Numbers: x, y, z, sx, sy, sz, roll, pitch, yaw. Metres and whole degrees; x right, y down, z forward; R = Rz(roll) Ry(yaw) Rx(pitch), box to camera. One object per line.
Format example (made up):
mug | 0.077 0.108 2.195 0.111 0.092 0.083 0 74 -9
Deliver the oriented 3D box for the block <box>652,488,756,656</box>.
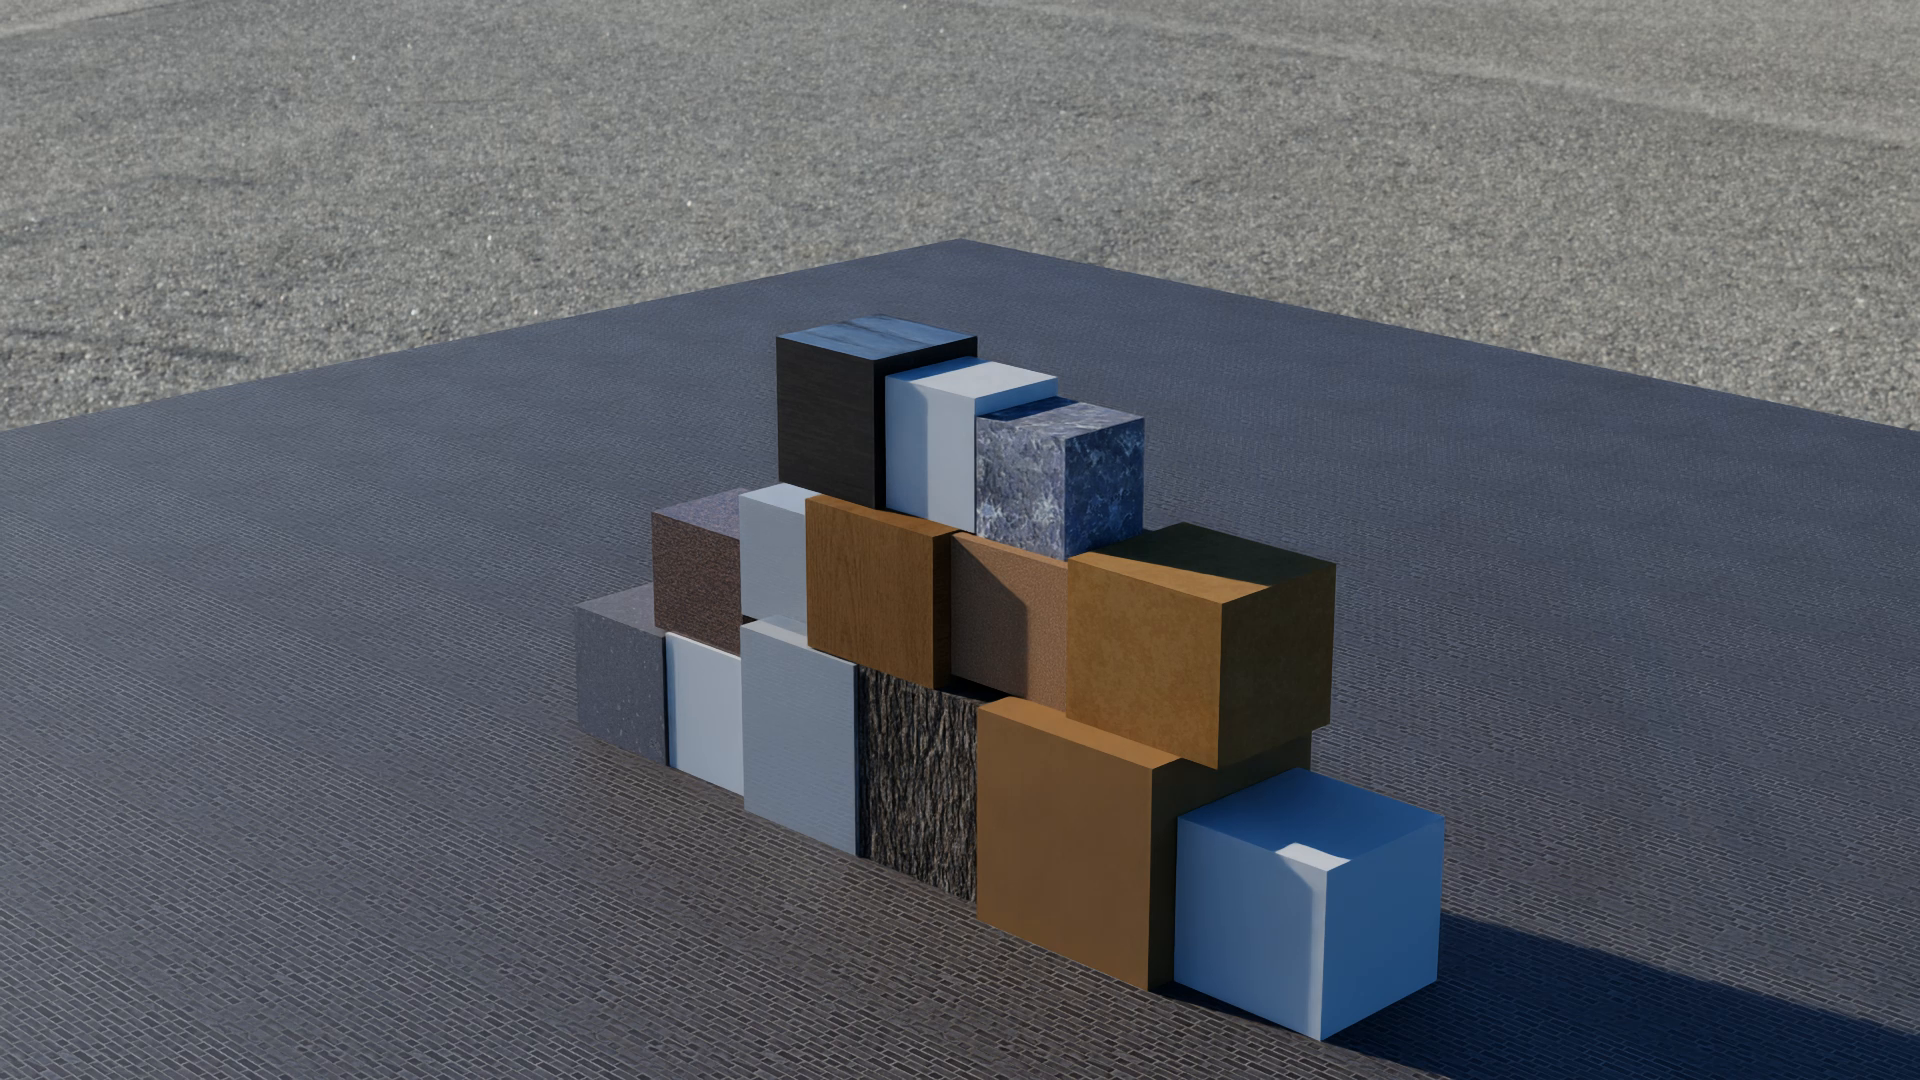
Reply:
block | -1.076 0.153 14.499 0.586 0.600 0.674 -17 24 -42

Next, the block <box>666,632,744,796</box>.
block | -0.981 0.799 14.623 0.667 0.707 0.687 -17 24 -42

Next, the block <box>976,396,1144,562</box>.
block | 0.435 -0.276 12.803 0.504 0.542 0.530 -17 24 -42

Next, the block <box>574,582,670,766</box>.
block | -1.487 0.662 15.097 0.683 0.684 0.707 -17 24 -42

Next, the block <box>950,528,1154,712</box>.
block | 0.453 0.292 12.984 0.670 0.651 0.726 -17 24 -42

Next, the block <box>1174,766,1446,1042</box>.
block | 1.461 1.507 12.299 0.790 0.749 0.785 -17 24 -42

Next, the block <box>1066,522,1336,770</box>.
block | 1.016 0.430 12.433 0.741 0.717 0.847 -17 24 -42

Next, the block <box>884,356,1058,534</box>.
block | 0.051 -0.437 13.168 0.529 0.613 0.563 -17 24 -42

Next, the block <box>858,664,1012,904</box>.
block | 0.142 1.020 13.515 0.849 0.951 0.872 -17 24 -42

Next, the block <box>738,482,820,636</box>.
block | -0.628 0.065 14.003 0.618 0.596 0.572 -17 24 -42

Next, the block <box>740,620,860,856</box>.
block | -0.458 0.848 14.078 0.869 0.941 0.788 -17 24 -42

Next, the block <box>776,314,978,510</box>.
block | -0.383 -0.607 13.576 0.658 0.692 0.652 -17 24 -42

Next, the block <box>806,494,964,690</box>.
block | -0.111 0.148 13.515 0.857 0.712 0.833 -17 24 -42

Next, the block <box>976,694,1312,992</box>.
block | 0.803 1.199 12.856 1.051 1.003 1.008 -17 24 -42
